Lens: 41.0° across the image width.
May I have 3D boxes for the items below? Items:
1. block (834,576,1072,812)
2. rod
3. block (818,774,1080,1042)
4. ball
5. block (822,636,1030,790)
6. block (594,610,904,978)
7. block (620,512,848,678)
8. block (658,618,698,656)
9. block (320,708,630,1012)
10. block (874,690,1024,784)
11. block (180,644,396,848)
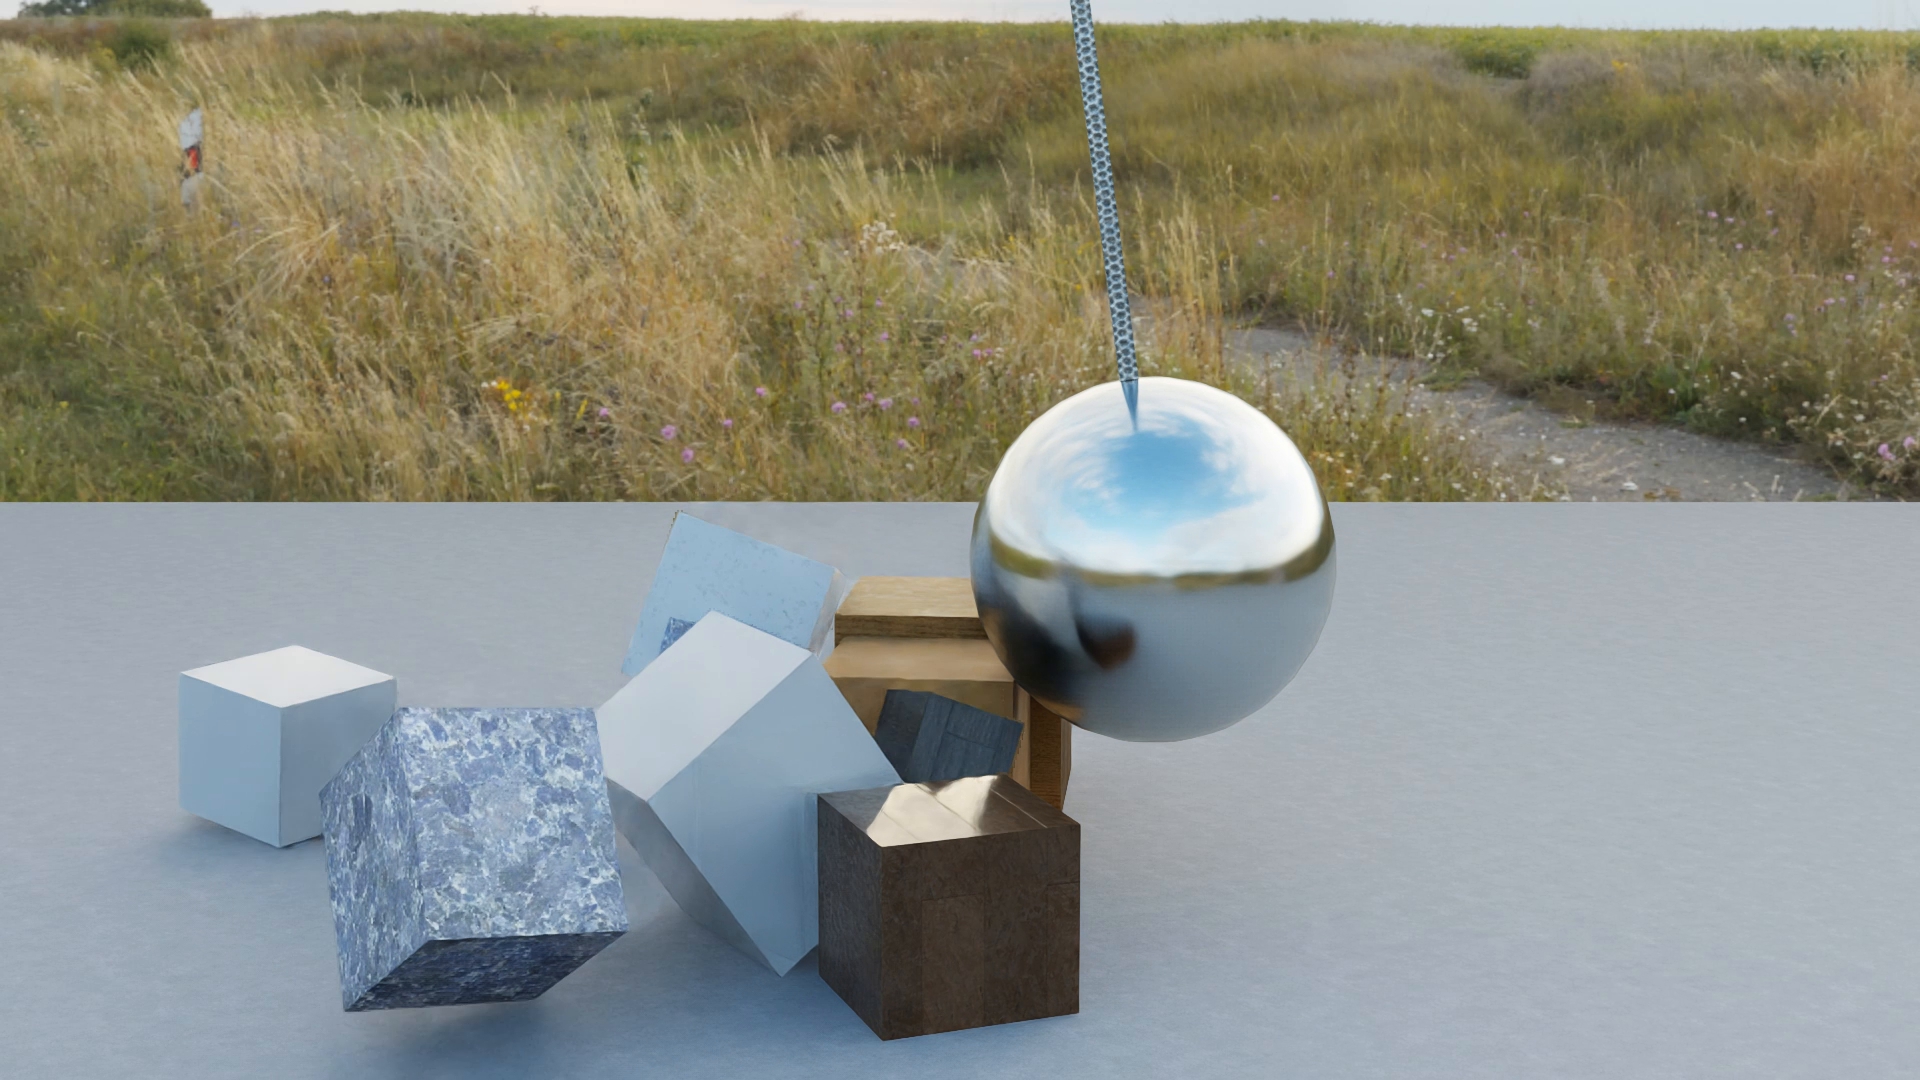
[{"bbox_3d":[-0.012,0.759,12.650,1.079,0.981,0.954,1,10,5],"label":"block"},{"bbox_3d":[0.364,-3.227,10.594,0.080,5.200,0.080,-8,10,1],"label":"rod"},{"bbox_3d":[-0.053,1.390,9.851,0.789,0.741,0.750,-4,11,-21],"label":"block"},{"bbox_3d":[0.840,0.085,11.196,1.600,1.600,1.600,0,10,0],"label":"ball"},{"bbox_3d":[-0.155,0.969,11.778,0.884,0.879,0.836,1,10,7],"label":"block"},{"bbox_3d":[-0.871,1.007,10.414,0.864,0.973,0.930,-42,27,-18],"label":"block"},{"bbox_3d":[-1.093,0.413,12.587,0.798,0.813,0.801,20,-4,3],"label":"block"},{"bbox_3d":[-1.097,0.721,11.873,0.564,0.564,0.478,17,-2,12],"label":"block"},{"bbox_3d":[-1.812,1.180,9.477,0.757,0.855,0.879,3,-26,-33],"label":"block"},{"bbox_3d":[-0.091,0.943,10.948,0.449,0.487,0.477,21,-9,-22],"label":"block"},{"bbox_3d":[-3.178,0.960,12.133,0.706,0.672,0.693,14,17,33],"label":"block"}]
